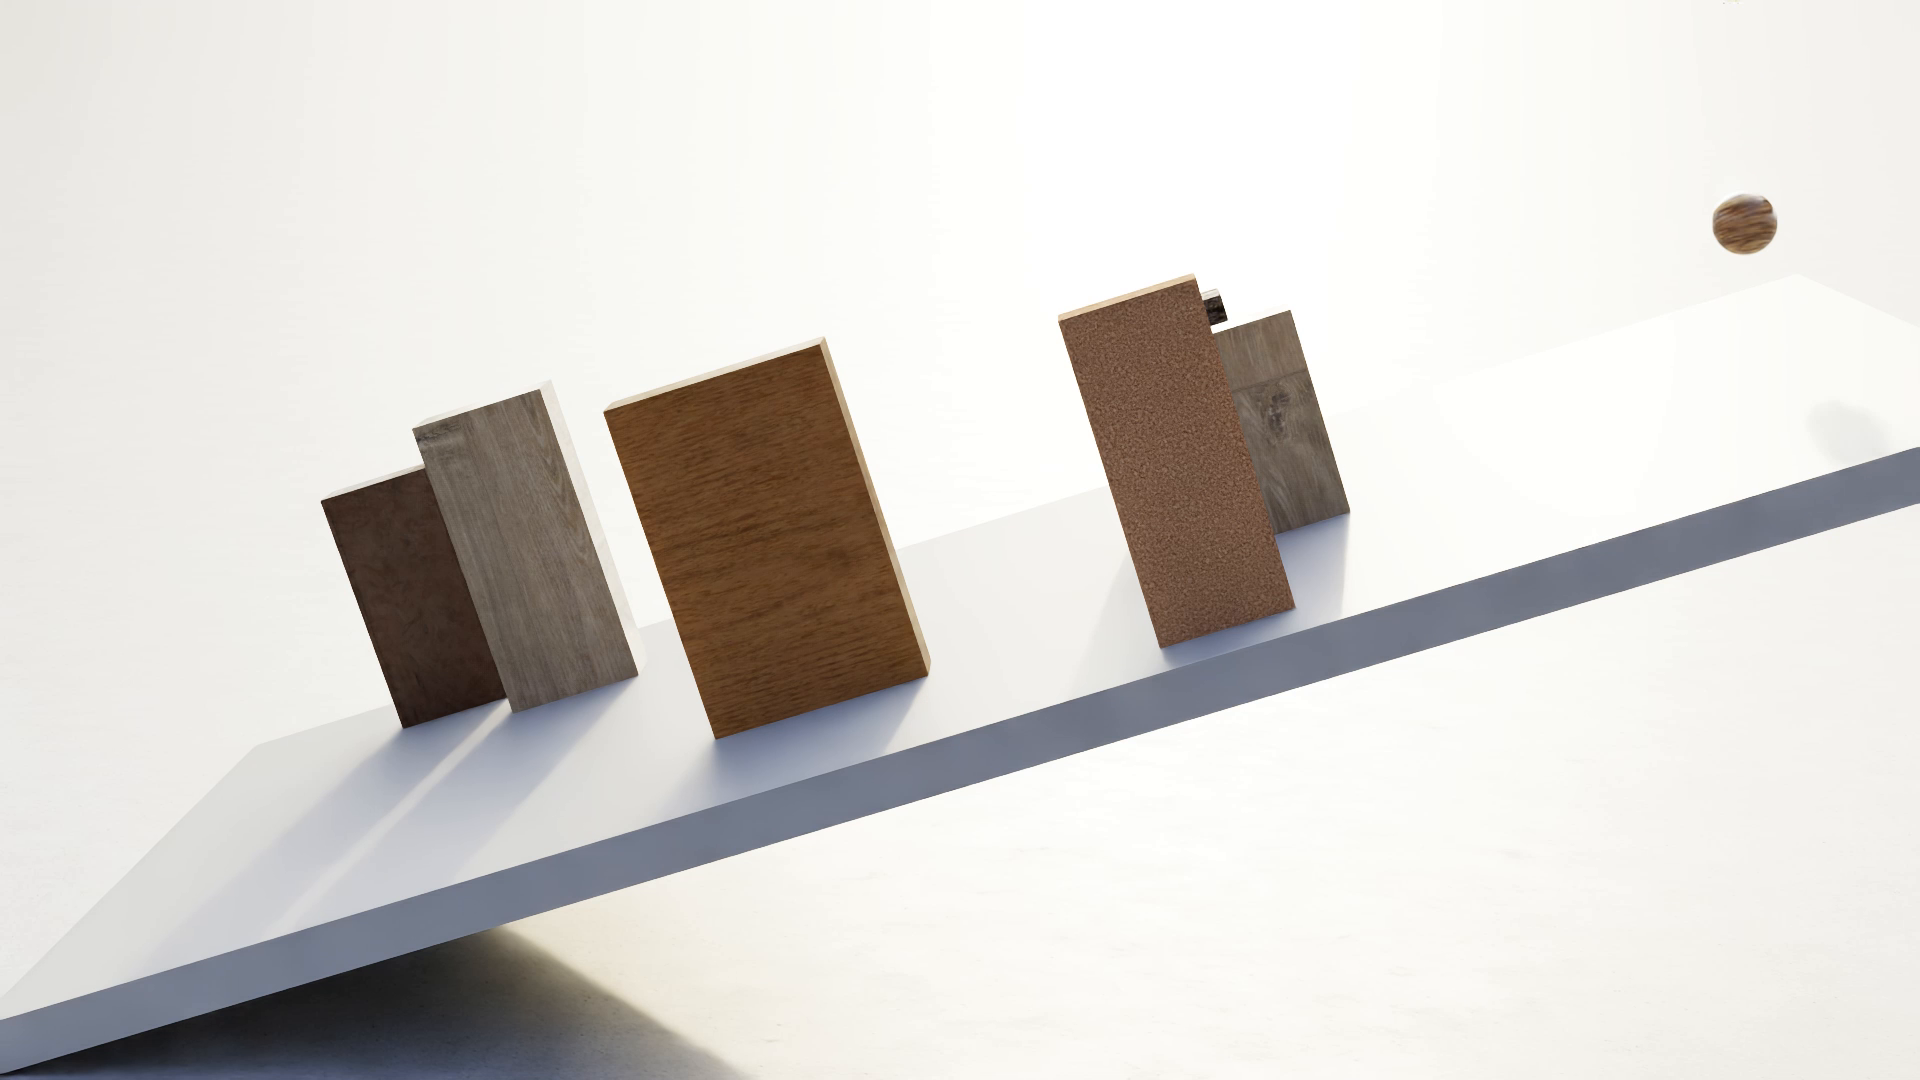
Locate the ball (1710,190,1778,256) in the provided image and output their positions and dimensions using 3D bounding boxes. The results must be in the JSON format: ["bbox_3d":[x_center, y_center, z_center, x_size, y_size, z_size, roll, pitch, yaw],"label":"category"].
[{"bbox_3d":[1.725,-0.697,6.468,0.143,0.143,0.143,0,11,0],"label":"ball"}]

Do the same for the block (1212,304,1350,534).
[{"bbox_3d":[0.580,-0.225,6.122,0.346,0.442,0.108,-17,10,5],"label":"block"}]

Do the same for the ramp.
[{"bbox_3d":[0.099,0.183,6.312,4.000,0.100,2.000,-17,10,5],"label":"ramp"}]

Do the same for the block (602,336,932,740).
[{"bbox_3d":[-0.380,-0.003,5.872,0.449,0.696,0.127,-17,10,5],"label":"block"}]

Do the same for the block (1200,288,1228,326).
[{"bbox_3d":[0.476,-0.273,6.467,0.337,0.471,0.141,-17,10,5],"label":"block"}]

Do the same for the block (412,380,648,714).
[{"bbox_3d":[-0.990,0.015,6.804,0.310,0.700,0.149,-17,10,5],"label":"block"}]

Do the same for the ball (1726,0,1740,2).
[{"bbox_3d":[1.618,-1.228,6.135,0.206,0.206,0.206,0,11,0],"label":"ball"}]

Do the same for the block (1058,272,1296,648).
[{"bbox_3d":[0.402,-0.146,5.448,0.263,0.641,0.099,-17,10,5],"label":"block"}]

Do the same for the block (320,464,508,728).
[{"bbox_3d":[-1.291,0.128,7.047,0.275,0.583,0.121,-17,10,5],"label":"block"}]
